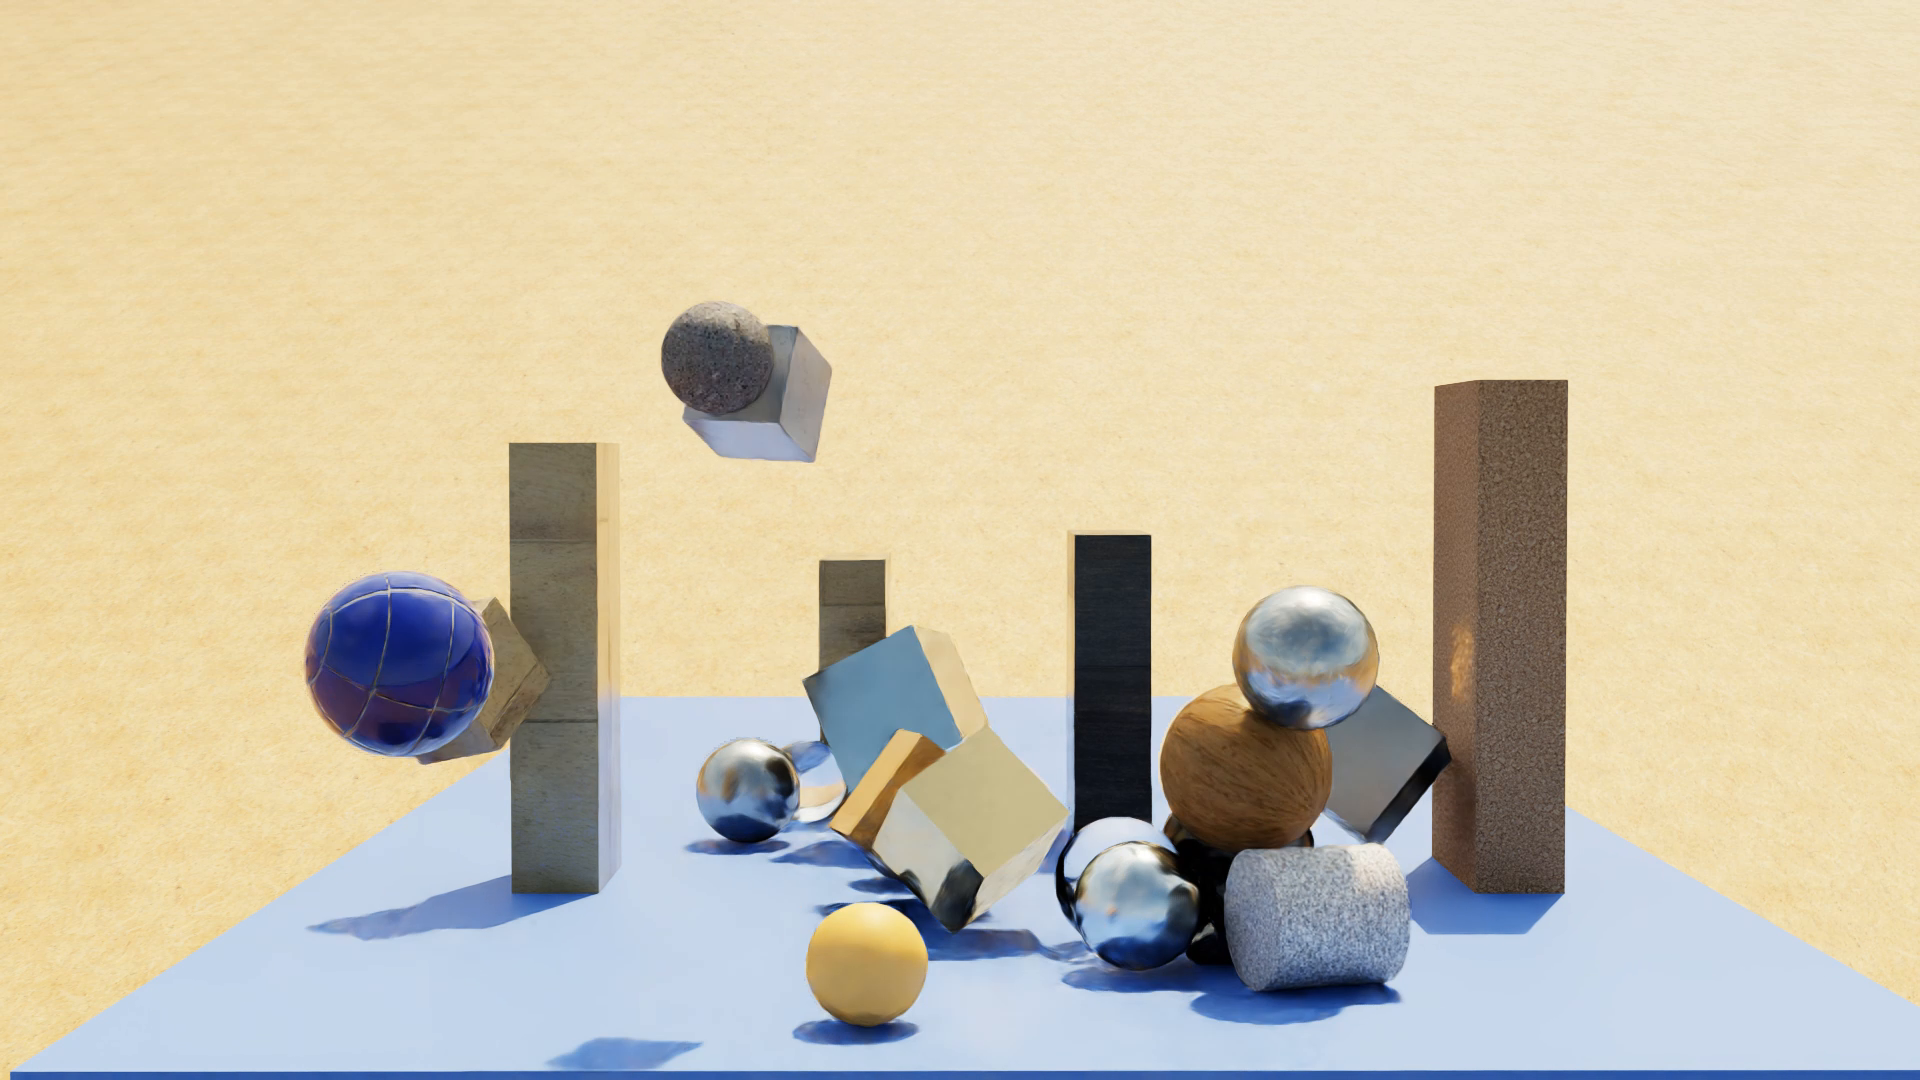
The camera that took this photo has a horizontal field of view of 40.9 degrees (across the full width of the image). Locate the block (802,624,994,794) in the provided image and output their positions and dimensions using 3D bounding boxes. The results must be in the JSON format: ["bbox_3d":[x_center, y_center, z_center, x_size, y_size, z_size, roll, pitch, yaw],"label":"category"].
[{"bbox_3d":[-0.091,0.272,4.028,0.197,0.197,0.197,-27,-14,13],"label":"block"}]

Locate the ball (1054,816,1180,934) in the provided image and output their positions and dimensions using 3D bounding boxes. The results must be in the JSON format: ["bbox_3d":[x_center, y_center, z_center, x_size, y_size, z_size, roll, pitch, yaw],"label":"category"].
[{"bbox_3d":[0.198,0.424,3.194,0.162,0.162,0.162,0,25,0],"label":"ball"}]

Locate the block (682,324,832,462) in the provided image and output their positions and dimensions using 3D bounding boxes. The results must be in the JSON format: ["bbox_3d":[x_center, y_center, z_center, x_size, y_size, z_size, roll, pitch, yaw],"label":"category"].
[{"bbox_3d":[-0.226,-0.165,2.898,0.116,0.116,0.116,4,-19,19],"label":"block"}]

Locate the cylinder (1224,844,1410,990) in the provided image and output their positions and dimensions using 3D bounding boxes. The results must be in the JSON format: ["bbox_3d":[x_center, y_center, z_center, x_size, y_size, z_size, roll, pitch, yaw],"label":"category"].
[{"bbox_3d":[0.409,0.432,2.961,0.160,0.160,0.160,-1,24,-17],"label":"cylinder"}]

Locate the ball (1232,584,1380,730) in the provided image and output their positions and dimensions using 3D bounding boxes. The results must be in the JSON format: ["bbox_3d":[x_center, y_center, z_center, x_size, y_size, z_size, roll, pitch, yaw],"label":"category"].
[{"bbox_3d":[0.402,0.137,3.001,0.170,0.170,0.170,0,25,0],"label":"ball"}]

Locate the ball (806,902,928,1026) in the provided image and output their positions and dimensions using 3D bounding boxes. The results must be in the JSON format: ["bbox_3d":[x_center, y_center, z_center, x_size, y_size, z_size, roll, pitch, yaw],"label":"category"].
[{"bbox_3d":[-0.100,0.454,2.757,0.131,0.131,0.131,0,25,0],"label":"ball"}]

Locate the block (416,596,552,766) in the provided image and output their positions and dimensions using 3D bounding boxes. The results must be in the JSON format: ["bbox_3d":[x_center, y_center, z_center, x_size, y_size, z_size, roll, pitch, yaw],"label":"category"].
[{"bbox_3d":[-0.681,0.191,3.495,0.149,0.149,0.149,-13,30,32],"label":"block"}]

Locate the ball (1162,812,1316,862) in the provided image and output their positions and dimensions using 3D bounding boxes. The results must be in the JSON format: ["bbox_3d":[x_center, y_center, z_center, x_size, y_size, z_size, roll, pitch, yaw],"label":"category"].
[{"bbox_3d":[0.353,0.402,3.289,0.200,0.200,0.200,0,25,0],"label":"ball"}]

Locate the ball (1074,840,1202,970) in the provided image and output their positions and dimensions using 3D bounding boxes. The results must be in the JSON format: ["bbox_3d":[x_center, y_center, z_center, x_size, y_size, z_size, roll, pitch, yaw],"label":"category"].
[{"bbox_3d":[0.209,0.430,3.035,0.152,0.152,0.152,0,25,0],"label":"ball"}]

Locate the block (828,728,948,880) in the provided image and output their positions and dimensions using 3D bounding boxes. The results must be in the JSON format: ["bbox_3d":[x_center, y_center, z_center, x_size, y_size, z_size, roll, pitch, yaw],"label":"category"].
[{"bbox_3d":[-0.051,0.374,3.480,0.165,0.165,0.165,38,-9,-9],"label":"block"}]

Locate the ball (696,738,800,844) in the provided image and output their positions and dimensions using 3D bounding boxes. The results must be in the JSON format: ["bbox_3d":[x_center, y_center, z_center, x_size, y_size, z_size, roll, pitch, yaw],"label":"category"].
[{"bbox_3d":[-0.334,0.395,4.062,0.164,0.164,0.164,0,25,0],"label":"ball"}]

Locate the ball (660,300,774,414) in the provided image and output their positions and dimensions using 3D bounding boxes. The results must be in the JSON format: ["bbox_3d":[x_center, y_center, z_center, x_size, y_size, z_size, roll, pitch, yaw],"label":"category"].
[{"bbox_3d":[-0.262,-0.197,2.788,0.123,0.123,0.123,0,25,0],"label":"ball"}]

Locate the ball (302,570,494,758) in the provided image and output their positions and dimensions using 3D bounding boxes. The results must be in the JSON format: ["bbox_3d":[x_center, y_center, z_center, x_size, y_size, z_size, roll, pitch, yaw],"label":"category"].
[{"bbox_3d":[-0.533,0.117,2.449,0.178,0.178,0.178,0,25,0],"label":"ball"}]

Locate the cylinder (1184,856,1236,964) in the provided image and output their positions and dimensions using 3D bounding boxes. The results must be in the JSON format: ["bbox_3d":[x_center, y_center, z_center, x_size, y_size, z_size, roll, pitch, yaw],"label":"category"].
[{"bbox_3d":[0.341,0.444,3.109,0.125,0.125,0.125,0,23,-21],"label":"cylinder"}]

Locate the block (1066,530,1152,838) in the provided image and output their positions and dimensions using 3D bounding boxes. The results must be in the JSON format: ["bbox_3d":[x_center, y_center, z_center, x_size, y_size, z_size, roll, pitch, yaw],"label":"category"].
[{"bbox_3d":[0.234,0.232,4.085,0.118,0.489,0.272,0,2,0],"label":"block"}]

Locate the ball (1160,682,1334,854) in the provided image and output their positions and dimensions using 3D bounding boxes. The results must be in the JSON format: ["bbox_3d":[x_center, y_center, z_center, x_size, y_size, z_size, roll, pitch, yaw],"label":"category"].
[{"bbox_3d":[0.346,0.276,3.118,0.209,0.209,0.209,0,25,0],"label":"ball"}]

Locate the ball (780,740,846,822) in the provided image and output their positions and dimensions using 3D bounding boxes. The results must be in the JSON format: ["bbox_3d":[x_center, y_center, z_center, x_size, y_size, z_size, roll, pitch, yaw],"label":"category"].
[{"bbox_3d":[-0.256,0.402,4.295,0.137,0.137,0.137,0,25,0],"label":"ball"}]

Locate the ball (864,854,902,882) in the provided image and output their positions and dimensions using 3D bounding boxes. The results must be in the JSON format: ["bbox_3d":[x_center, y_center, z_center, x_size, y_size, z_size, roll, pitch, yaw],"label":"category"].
[{"bbox_3d":[-0.073,0.416,3.690,0.146,0.146,0.146,0,25,0],"label":"ball"}]

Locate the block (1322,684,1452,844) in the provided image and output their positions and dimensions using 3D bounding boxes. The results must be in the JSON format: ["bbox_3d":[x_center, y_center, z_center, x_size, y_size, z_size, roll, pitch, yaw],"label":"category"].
[{"bbox_3d":[0.573,0.313,3.700,0.180,0.180,0.180,38,-3,21],"label":"block"}]

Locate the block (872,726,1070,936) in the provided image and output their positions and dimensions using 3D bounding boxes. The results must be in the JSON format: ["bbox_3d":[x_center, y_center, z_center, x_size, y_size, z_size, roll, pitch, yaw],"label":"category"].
[{"bbox_3d":[0.013,0.368,3.270,0.156,0.156,0.156,-33,70,-34],"label":"block"}]

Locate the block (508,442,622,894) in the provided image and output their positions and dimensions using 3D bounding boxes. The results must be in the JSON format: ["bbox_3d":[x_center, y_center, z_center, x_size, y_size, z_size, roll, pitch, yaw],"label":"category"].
[{"bbox_3d":[-0.565,0.175,3.704,0.122,0.628,0.241,0,2,0],"label":"block"}]

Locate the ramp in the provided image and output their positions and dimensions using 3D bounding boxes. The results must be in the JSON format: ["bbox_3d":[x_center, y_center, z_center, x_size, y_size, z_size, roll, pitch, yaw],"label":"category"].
[{"bbox_3d":[0.057,0.512,4.553,2.000,0.100,4.000,0,2,0],"label":"ramp"}]

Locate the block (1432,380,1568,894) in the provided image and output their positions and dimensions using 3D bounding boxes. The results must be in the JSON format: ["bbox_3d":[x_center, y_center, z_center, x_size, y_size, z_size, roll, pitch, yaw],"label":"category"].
[{"bbox_3d":[0.779,0.130,3.742,0.124,0.715,0.331,0,2,0],"label":"block"}]

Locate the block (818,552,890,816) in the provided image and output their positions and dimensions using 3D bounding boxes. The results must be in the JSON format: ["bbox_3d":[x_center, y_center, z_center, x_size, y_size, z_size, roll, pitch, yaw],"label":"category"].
[{"bbox_3d":[-0.182,0.246,4.519,0.112,0.434,0.320,0,2,0],"label":"block"}]
